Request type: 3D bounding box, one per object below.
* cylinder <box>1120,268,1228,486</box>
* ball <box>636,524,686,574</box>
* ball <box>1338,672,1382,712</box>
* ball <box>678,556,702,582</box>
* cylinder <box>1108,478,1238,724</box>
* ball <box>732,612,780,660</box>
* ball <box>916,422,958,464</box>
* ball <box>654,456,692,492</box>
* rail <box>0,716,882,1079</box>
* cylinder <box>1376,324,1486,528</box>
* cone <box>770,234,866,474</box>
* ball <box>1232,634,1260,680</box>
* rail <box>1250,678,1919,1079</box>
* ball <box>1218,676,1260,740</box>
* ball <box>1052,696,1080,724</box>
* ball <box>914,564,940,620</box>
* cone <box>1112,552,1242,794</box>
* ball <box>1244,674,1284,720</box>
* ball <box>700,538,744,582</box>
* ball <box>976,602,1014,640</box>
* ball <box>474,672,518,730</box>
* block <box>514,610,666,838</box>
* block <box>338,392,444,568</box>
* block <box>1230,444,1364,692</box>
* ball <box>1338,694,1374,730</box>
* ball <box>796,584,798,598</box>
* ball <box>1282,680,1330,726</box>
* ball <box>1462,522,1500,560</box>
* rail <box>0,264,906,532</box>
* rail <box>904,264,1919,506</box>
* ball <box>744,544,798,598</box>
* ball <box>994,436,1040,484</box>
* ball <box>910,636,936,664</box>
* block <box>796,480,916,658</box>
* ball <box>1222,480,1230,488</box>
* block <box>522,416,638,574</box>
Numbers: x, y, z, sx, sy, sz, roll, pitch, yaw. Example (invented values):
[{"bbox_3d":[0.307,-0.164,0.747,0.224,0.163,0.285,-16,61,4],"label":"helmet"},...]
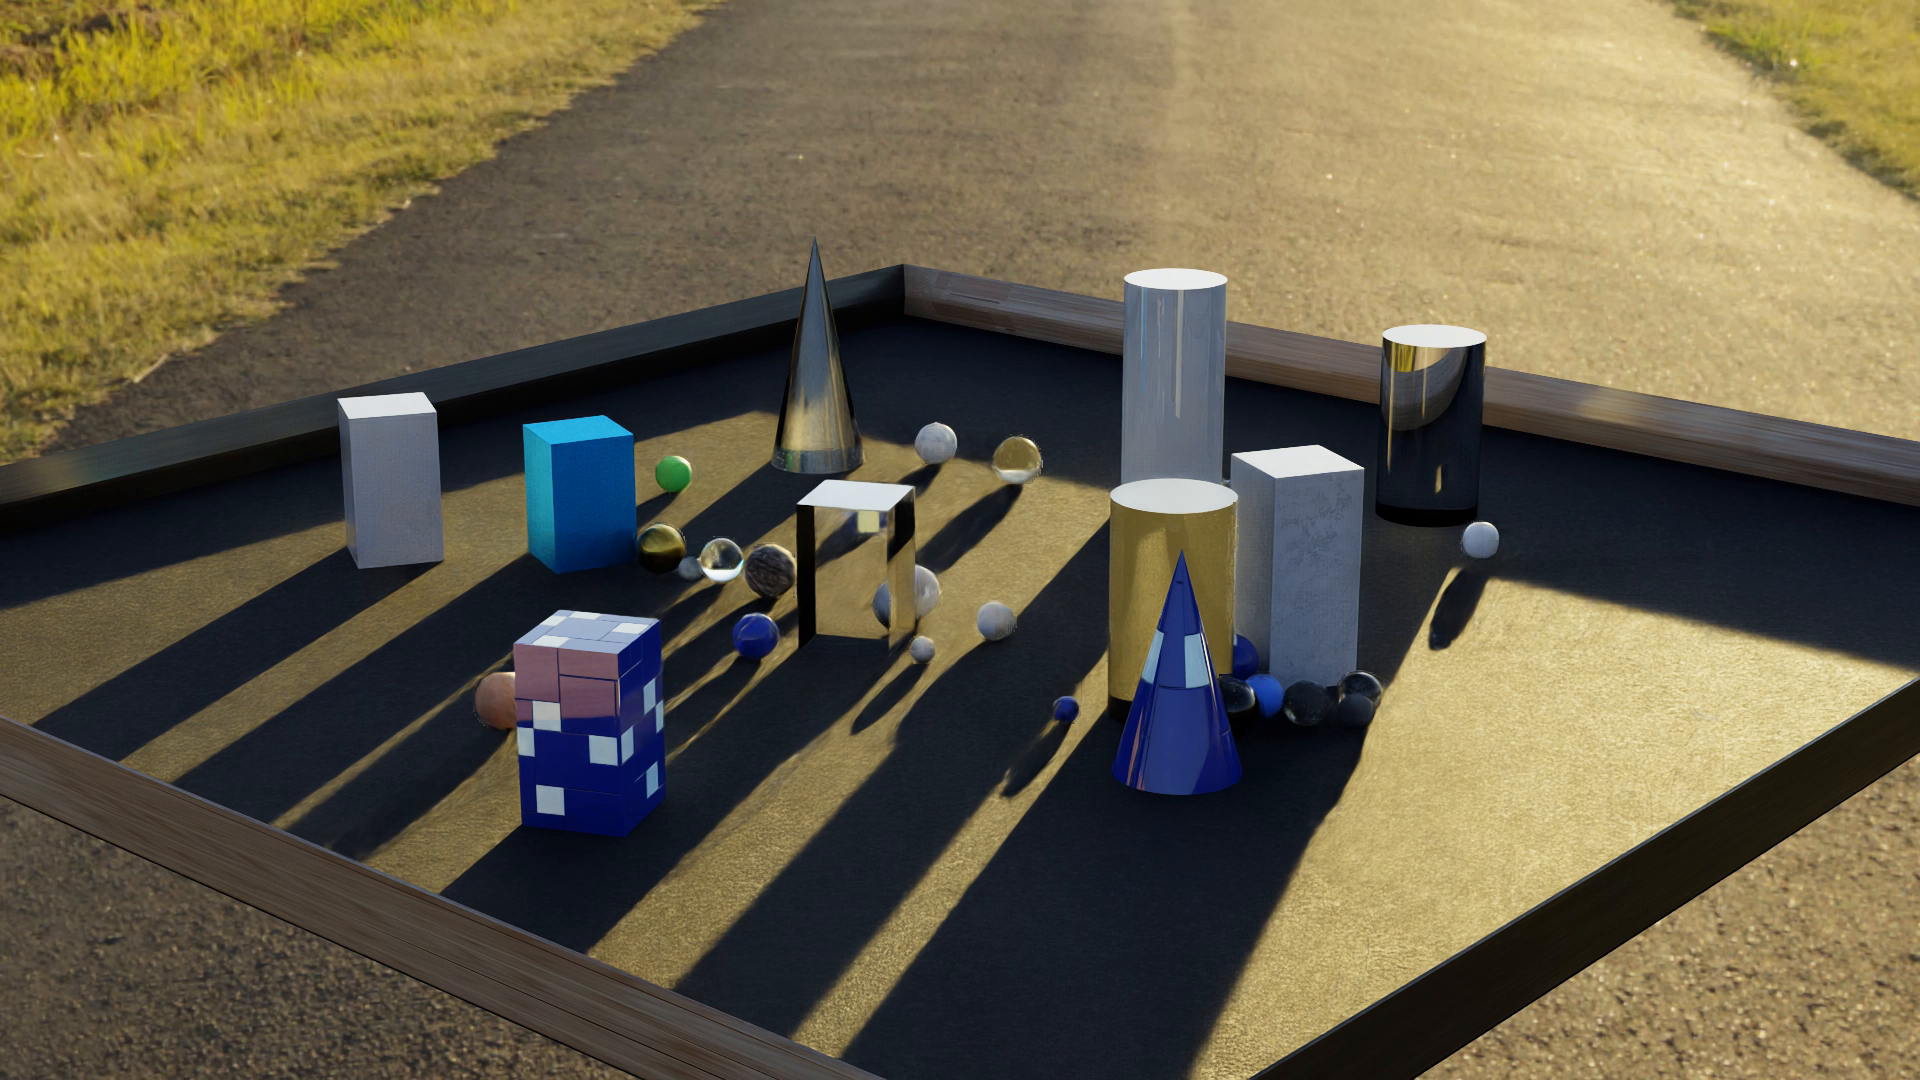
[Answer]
[{"bbox_3d":[0.406,-0.277,5.586,0.194,0.449,0.194,0,17,0],"label":"cylinder"},{"bbox_3d":[-0.533,0.016,5.217,0.087,0.087,0.087,0,17,0],"label":"ball"},{"bbox_3d":[0.620,0.239,4.537,0.069,0.069,0.069,0,17,0],"label":"ball"},{"bbox_3d":[-0.478,0.051,5.200,0.044,0.044,0.044,0,17,0],"label":"ball"},{"bbox_3d":[0.326,0.099,4.516,0.194,0.348,0.194,0,17,0],"label":"cylinder"},{"bbox_3d":[-0.334,0.158,4.791,0.077,0.077,0.077,0,17,0],"label":"ball"},{"bbox_3d":[-0.048,-0.195,5.944,0.085,0.085,0.085,0,17,0],"label":"ball"},{"bbox_3d":[-0.562,-0.129,5.749,0.073,0.073,0.073,0,17,0],"label":"ball"},{"bbox_3d":[-1.051,0.381,3.962,3.195,0.126,0.045,14,22,39],"label":"rail"},{"bbox_3d":[0.893,-0.218,5.567,0.194,0.347,0.194,0,17,0],"label":"cylinder"},{"bbox_3d":[-0.289,-0.386,5.910,0.194,0.470,0.194,0,17,0],"label":"cone"},{"bbox_3d":[0.428,0.193,4.647,0.092,0.092,0.092,0,17,0],"label":"ball"},{"bbox_3d":[1.188,0.330,4.132,0.045,0.126,3.253,14,22,39],"label":"rail"},{"bbox_3d":[0.404,0.255,4.434,0.097,0.097,0.097,0,17,0],"label":"ball"},{"bbox_3d":[0.163,0.261,4.508,0.042,0.042,0.042,0,17,0],"label":"ball"},{"bbox_3d":[-0.081,0.089,4.985,0.095,0.095,0.095,0,17,0],"label":"ball"},{"bbox_3d":[0.320,0.176,4.272,0.194,0.342,0.194,0,17,0],"label":"cone"},{"bbox_3d":[0.465,0.241,4.524,0.071,0.071,0.071,0,17,0],"label":"ball"},{"bbox_3d":[-0.421,0.035,5.185,0.078,0.078,0.078,0,17,0],"label":"ball"},{"bbox_3d":[0.059,0.135,4.887,0.065,0.065,0.065,0,17,0],"label":"ball"},{"bbox_3d":[-0.697,0.245,4.480,0.089,0.089,0.089,0,17,0],"label":"ball"},{"bbox_3d":[-0.519,0.256,4.130,0.155,0.270,0.155,5,17,16],"label":"block"},{"bbox_3d":[-1.034,-0.110,5.328,0.155,0.278,0.155,-6,18,-18],"label":"block"},{"bbox_3d":[0.532,0.046,4.680,0.155,0.355,0.155,-6,18,-20],"label":"block"},{"bbox_3d":[0.605,0.262,4.480,0.056,0.056,0.056,0,17,0],"label":"ball"},{"bbox_3d":[-0.262,0.089,5.073,0.046,0.046,0.046,0,17,0],"label":"ball"},{"bbox_3d":[0.531,0.250,4.497,0.070,0.070,0.070,0,17,0],"label":"ball"},{"bbox_3d":[0.946,0.001,5.326,0.068,0.068,0.068,0,17,0],"label":"ball"},{"bbox_3d":[-1.188,-0.267,6.108,0.045,0.126,3.253,14,22,39],"label":"rail"},{"bbox_3d":[1.051,-0.318,6.279,3.195,0.126,0.045,14,22,39],"label":"rail"},{"bbox_3d":[-0.330,0.054,5.108,0.092,0.092,0.092,0,17,0],"label":"ball"},{"bbox_3d":[0.113,-0.157,5.804,0.095,0.095,0.095,0,17,0],"label":"ball"},{"bbox_3d":[-0.061,0.180,4.775,0.044,0.044,0.044,0,17,0],"label":"ball"},{"bbox_3d":[-0.171,0.046,4.856,0.155,0.252,0.155,5,17,15],"label":"block"},{"bbox_3d":[0.522,-0.094,5.682,0.044,0.044,0.044,0,17,0],"label":"ball"},{"bbox_3d":[-0.687,-0.084,5.310,0.155,0.240,0.155,-8,19,-25],"label":"block"}]
